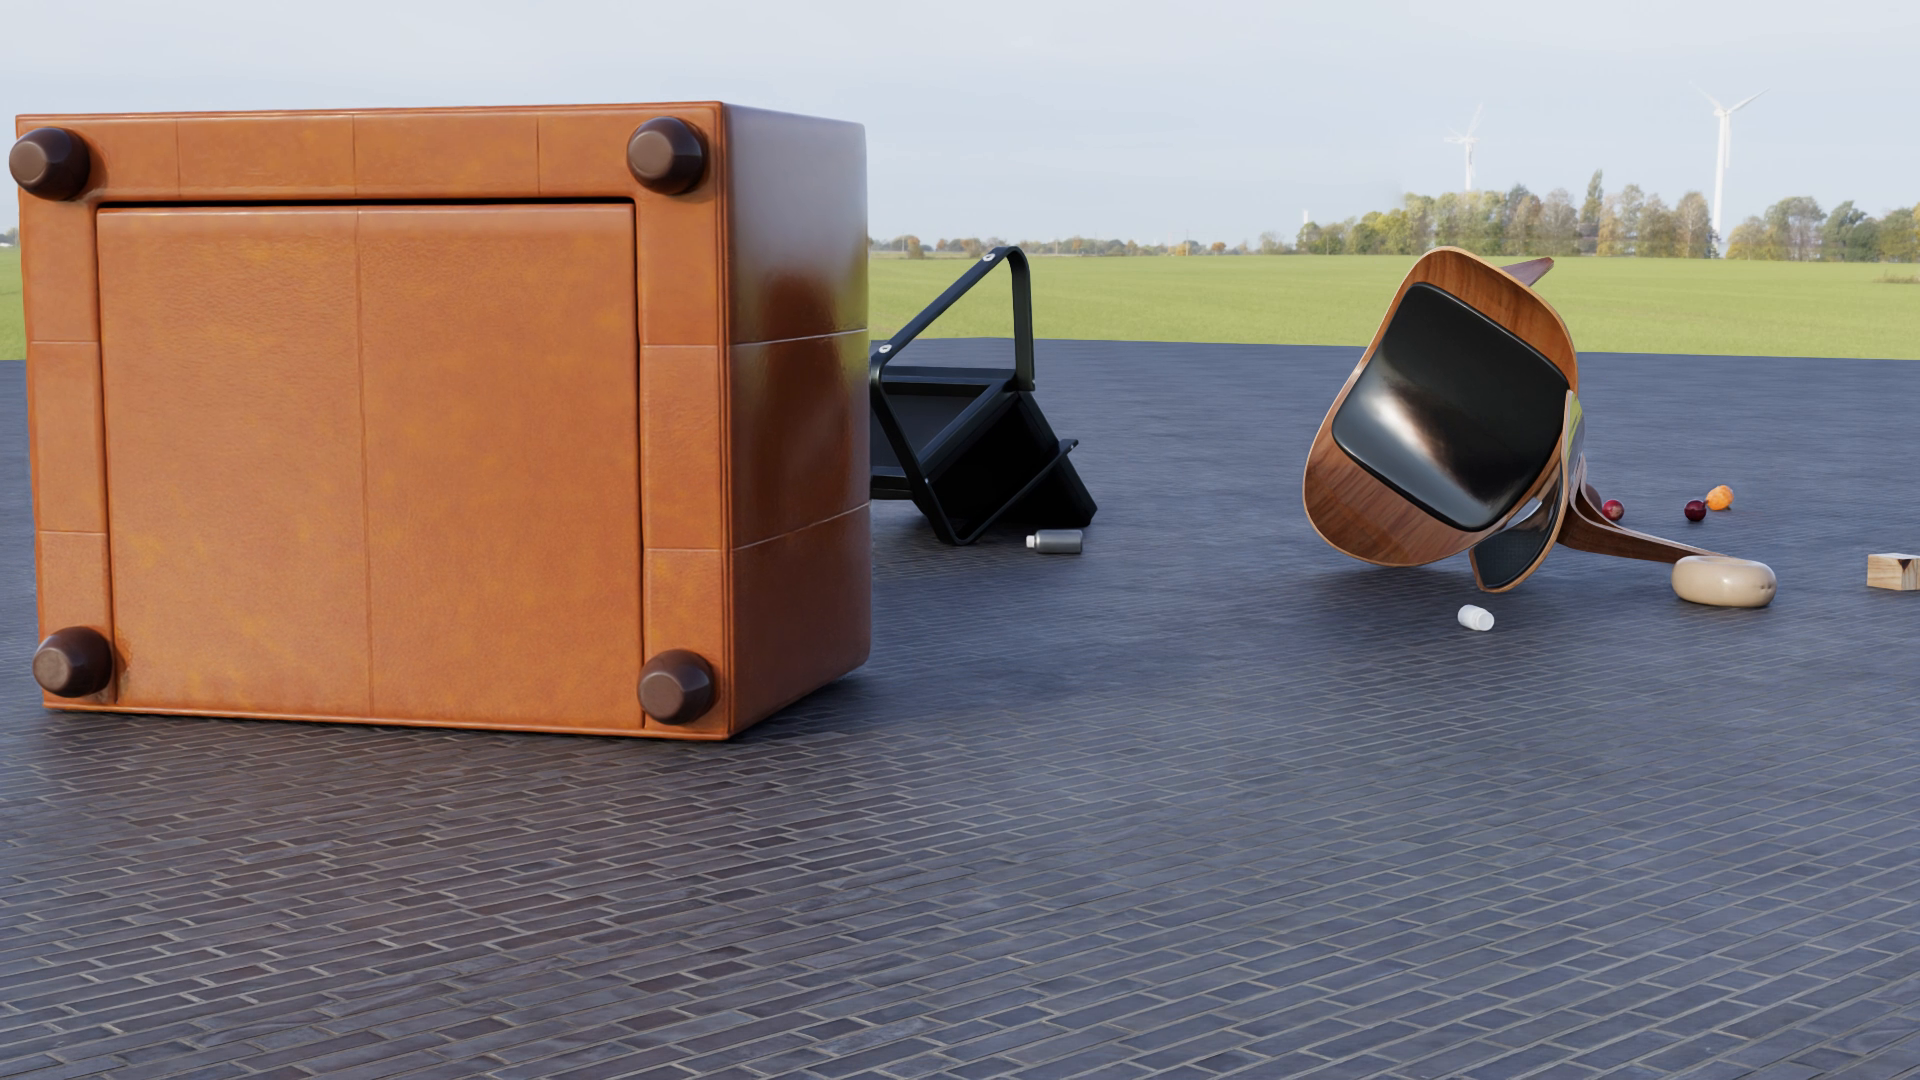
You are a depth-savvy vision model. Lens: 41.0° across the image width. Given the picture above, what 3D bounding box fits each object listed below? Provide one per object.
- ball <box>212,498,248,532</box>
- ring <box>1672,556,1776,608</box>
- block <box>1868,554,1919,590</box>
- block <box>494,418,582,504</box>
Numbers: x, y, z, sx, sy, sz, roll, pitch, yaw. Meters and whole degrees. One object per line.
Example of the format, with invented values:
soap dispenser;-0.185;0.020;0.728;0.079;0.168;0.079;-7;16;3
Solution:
ball;-1.877;-0.063;6.591;0.089;0.089;0.089;0;6;0
ring;1.543;0.084;5.185;0.170;0.087;0.242;-1;7;-26
block;1.989;0.067;5.440;0.075;0.066;0.095;-3;7;-25
block;-1.239;-0.235;7.542;0.165;0.236;0.193;4;7;37
